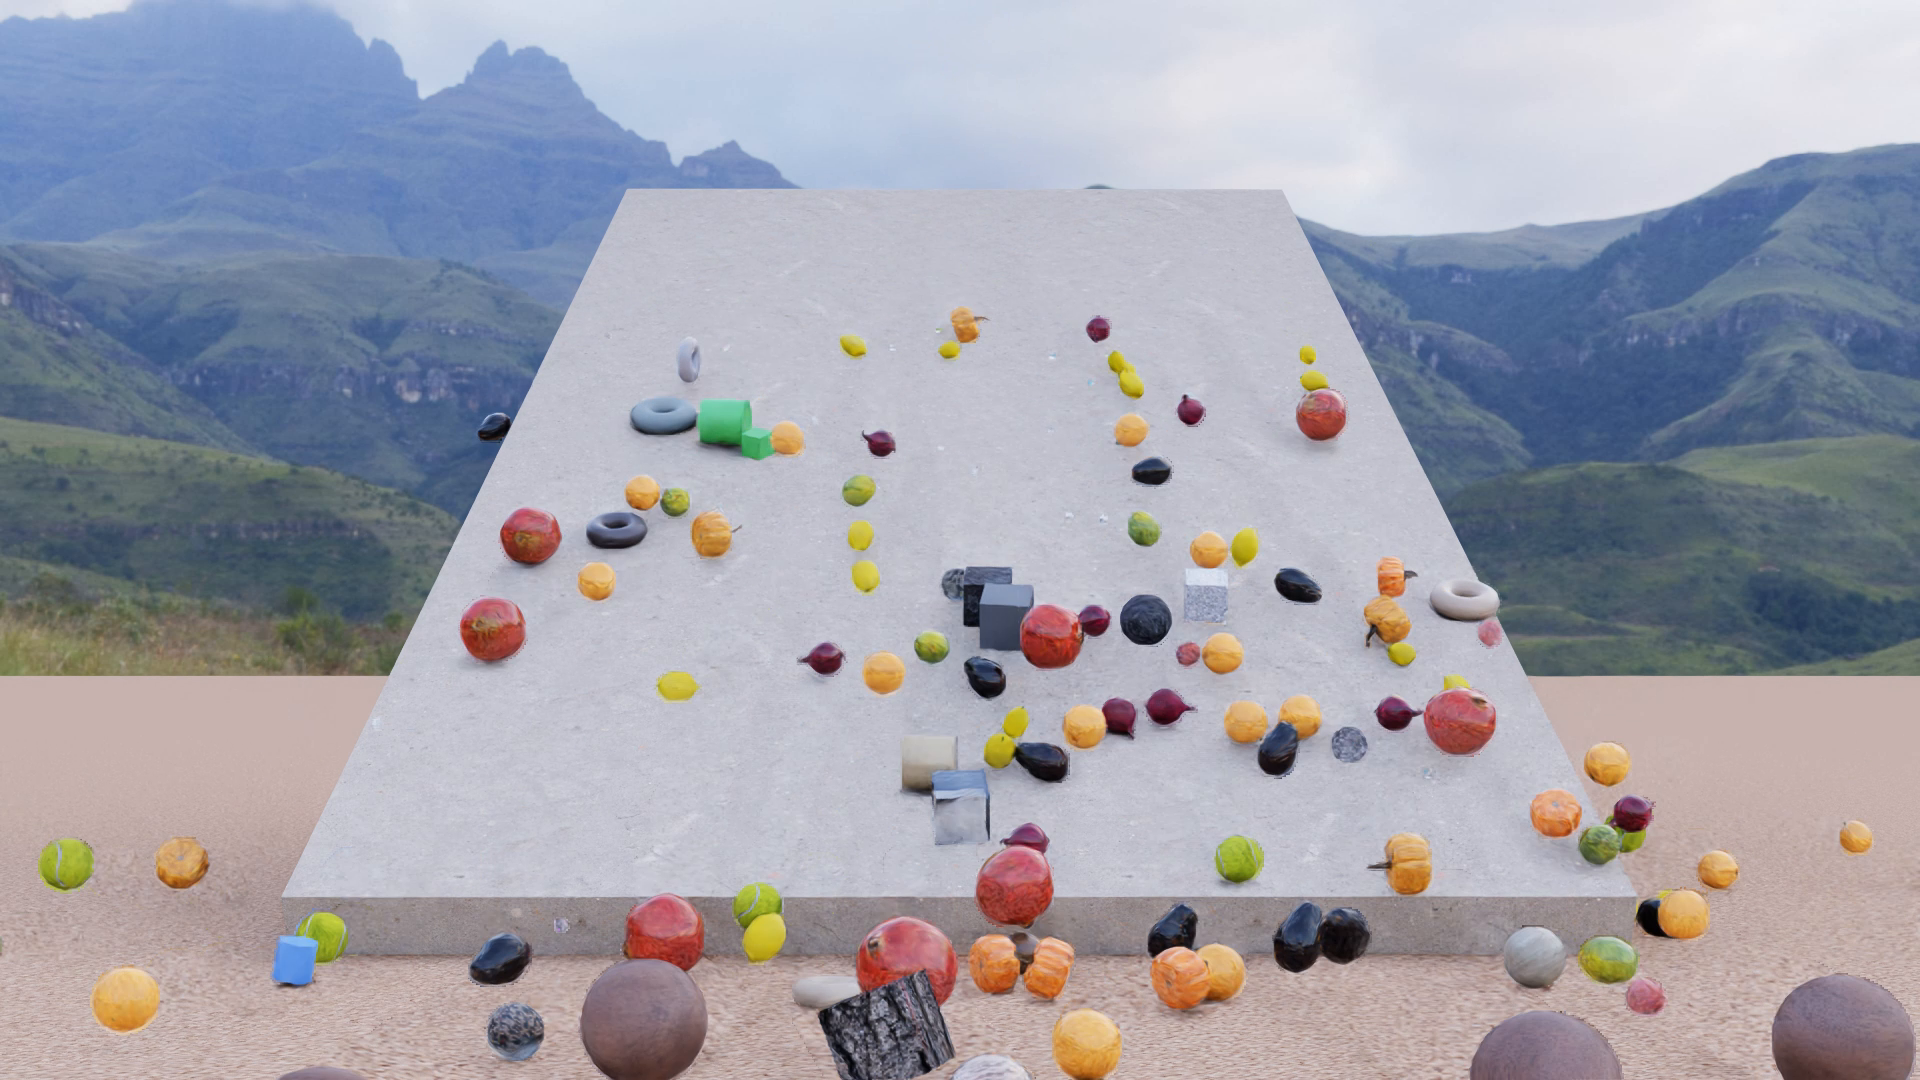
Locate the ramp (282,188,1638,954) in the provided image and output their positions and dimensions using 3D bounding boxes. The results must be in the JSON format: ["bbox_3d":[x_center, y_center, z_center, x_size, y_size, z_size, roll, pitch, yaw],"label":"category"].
[{"bbox_3d":[-0.008,-0.227,5.272,2.000,0.100,4.000,0,24,0],"label":"ramp"}]

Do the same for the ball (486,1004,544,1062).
[{"bbox_3d":[-0.483,0.534,2.519,0.062,0.062,0.062,0,-3,0],"label":"ball"}]

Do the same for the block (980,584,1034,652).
[{"bbox_3d":[0.084,0.139,4.195,0.089,0.089,0.089,3,24,6],"label":"block"}]

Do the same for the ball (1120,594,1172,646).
[{"bbox_3d":[0.321,0.138,4.009,0.090,0.090,0.090,0,-3,0],"label":"ball"}]

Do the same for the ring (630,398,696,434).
[{"bbox_3d":[-0.664,-0.279,5.203,0.149,0.050,0.149,1,24,-1],"label":"ring"}]

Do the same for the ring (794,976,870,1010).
[{"bbox_3d":[-0.161,0.572,2.932,0.098,0.033,0.098,1,-2,0],"label":"ring"}]

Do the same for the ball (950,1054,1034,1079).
[{"bbox_3d":[0.028,0.497,2.054,0.084,0.084,0.084,0,-3,0],"label":"ball"}]

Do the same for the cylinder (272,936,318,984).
[{"bbox_3d":[-0.898,0.567,3.132,0.052,0.052,0.052,11,2,0],"label":"cylinder"}]

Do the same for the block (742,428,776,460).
[{"bbox_3d":[-0.438,-0.209,5.040,0.051,0.051,0.051,15,28,30],"label":"block"}]

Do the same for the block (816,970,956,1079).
[{"bbox_3d":[-0.070,0.480,2.253,0.089,0.089,0.089,-23,-8,13],"label":"block"}]

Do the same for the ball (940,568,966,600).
[{"bbox_3d":[-0.006,0.083,4.348,0.062,0.062,0.062,0,-3,0],"label":"ball"}]

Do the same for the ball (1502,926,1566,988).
[{"bbox_3d":[0.767,0.557,3.096,0.082,0.082,0.082,0,-3,0],"label":"ball"}]

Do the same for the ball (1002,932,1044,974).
[{"bbox_3d":[0.087,0.576,3.236,0.058,0.058,0.058,0,-3,0],"label":"ball"}]

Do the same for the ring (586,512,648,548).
[{"bbox_3d":[-0.684,-0.020,4.618,0.122,0.041,0.122,1,25,0],"label":"ring"}]

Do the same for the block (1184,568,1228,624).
[{"bbox_3d":[0.455,0.103,4.297,0.077,0.077,0.077,2,24,4],"label":"block"}]

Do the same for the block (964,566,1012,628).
[{"bbox_3d":[0.051,0.105,4.280,0.085,0.085,0.085,1,24,3],"label":"block"}]

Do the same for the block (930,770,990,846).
[{"bbox_3d":[0.000,0.412,3.577,0.083,0.083,0.083,-2,24,-5],"label":"block"}]

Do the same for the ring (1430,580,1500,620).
[{"bbox_3d":[0.941,0.111,4.324,0.128,0.043,0.128,1,23,-1],"label":"ring"}]
